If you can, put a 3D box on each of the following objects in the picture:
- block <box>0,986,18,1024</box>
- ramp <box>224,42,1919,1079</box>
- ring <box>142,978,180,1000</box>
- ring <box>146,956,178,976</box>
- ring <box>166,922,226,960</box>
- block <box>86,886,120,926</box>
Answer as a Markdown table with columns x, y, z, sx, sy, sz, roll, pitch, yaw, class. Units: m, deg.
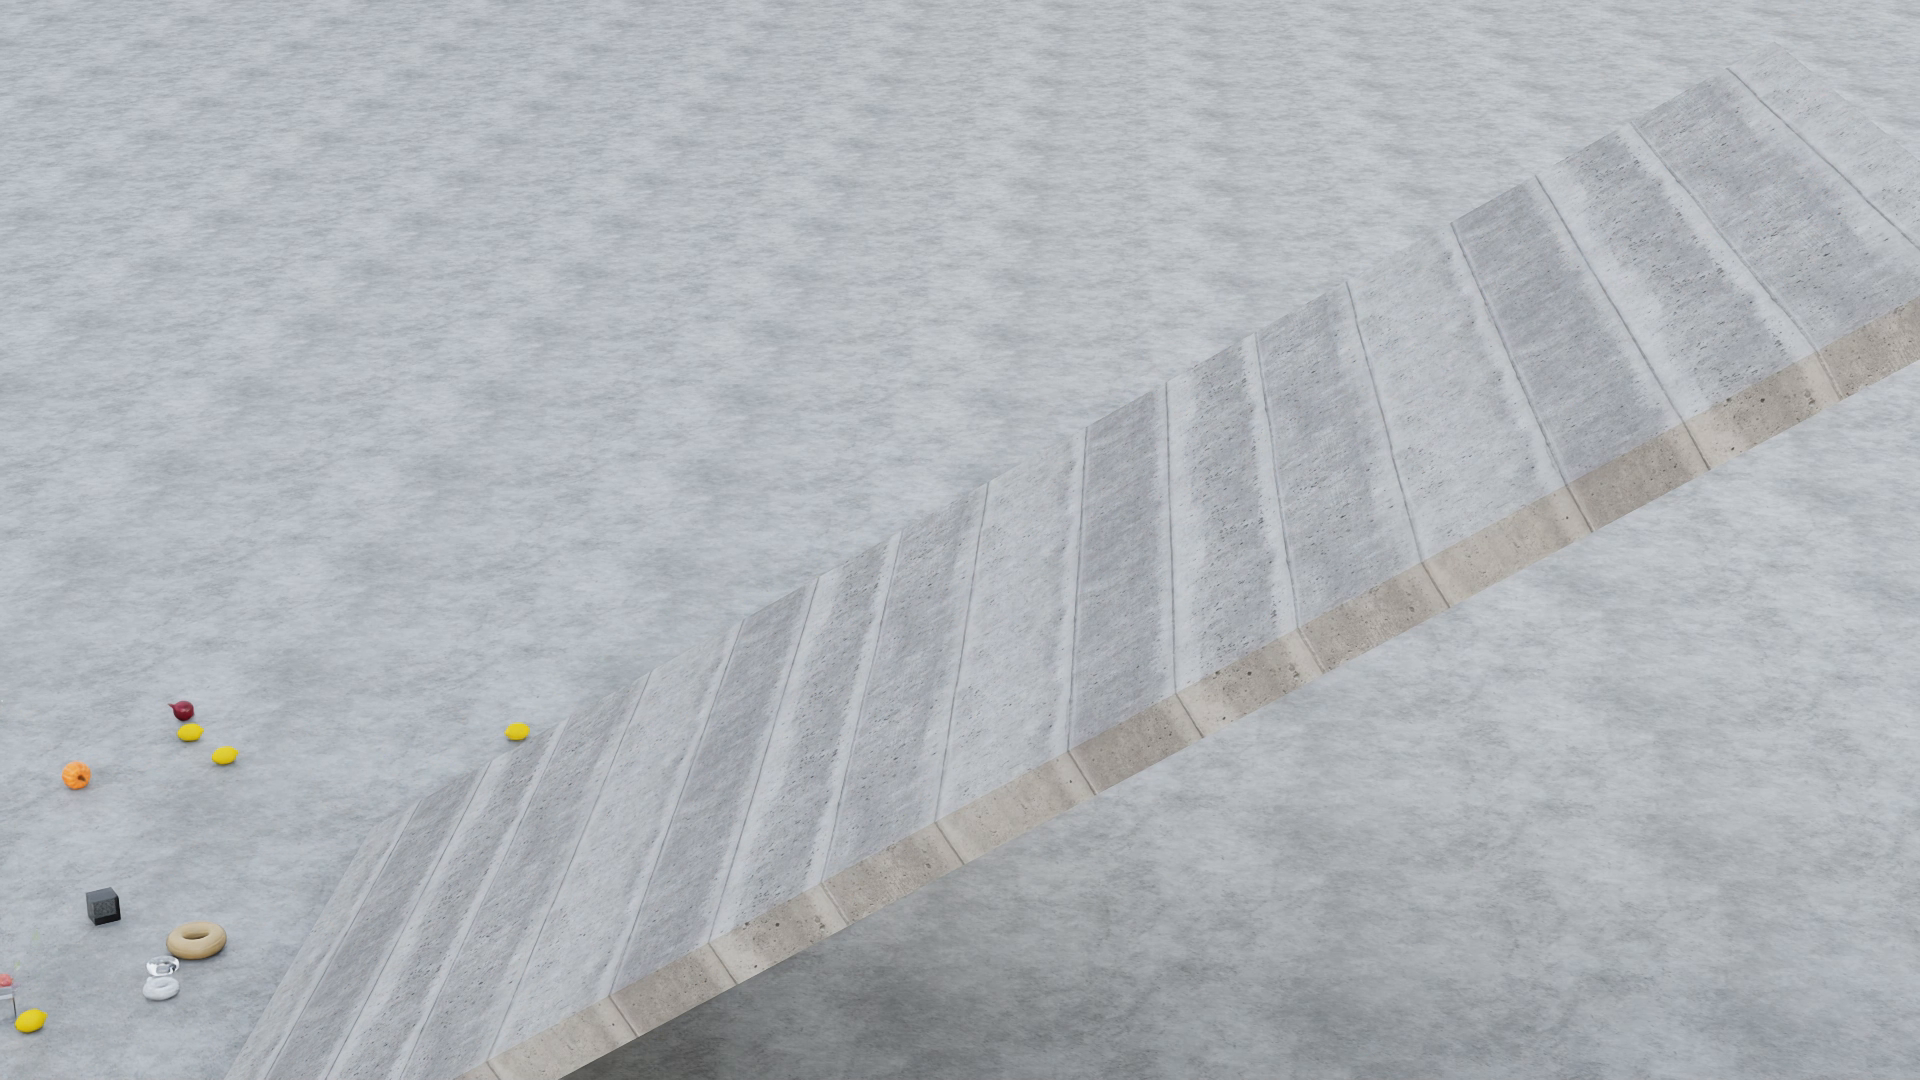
| x | y | z | sx | sy | sz | roll | pitch | yaw | class |
| --- | --- | --- | --- | --- | --- | --- | --- | --- | --- |
| -2.236 | 1.086 | 6.852 | 0.063 | 0.063 | 0.063 | -8 | 21 | -23 | block |
| 0.141 | 0.168 | 6.288 | 4.000 | 0.100 | 2.000 | -29 | 15 | 13 | ramp |
| -1.893 | 1.063 | 6.970 | 0.085 | 0.028 | 0.085 | -1 | 19 | 0 | ring |
| -1.921 | 1.025 | 7.084 | 0.077 | 0.026 | 0.077 | 0 | 20 | 0 | ring |
| -1.865 | 0.978 | 7.186 | 0.145 | 0.048 | 0.145 | 0 | 20 | 0 | ring |
| -2.139 | 0.915 | 7.342 | 0.064 | 0.064 | 0.064 | -12 | 22 | -30 | block |
